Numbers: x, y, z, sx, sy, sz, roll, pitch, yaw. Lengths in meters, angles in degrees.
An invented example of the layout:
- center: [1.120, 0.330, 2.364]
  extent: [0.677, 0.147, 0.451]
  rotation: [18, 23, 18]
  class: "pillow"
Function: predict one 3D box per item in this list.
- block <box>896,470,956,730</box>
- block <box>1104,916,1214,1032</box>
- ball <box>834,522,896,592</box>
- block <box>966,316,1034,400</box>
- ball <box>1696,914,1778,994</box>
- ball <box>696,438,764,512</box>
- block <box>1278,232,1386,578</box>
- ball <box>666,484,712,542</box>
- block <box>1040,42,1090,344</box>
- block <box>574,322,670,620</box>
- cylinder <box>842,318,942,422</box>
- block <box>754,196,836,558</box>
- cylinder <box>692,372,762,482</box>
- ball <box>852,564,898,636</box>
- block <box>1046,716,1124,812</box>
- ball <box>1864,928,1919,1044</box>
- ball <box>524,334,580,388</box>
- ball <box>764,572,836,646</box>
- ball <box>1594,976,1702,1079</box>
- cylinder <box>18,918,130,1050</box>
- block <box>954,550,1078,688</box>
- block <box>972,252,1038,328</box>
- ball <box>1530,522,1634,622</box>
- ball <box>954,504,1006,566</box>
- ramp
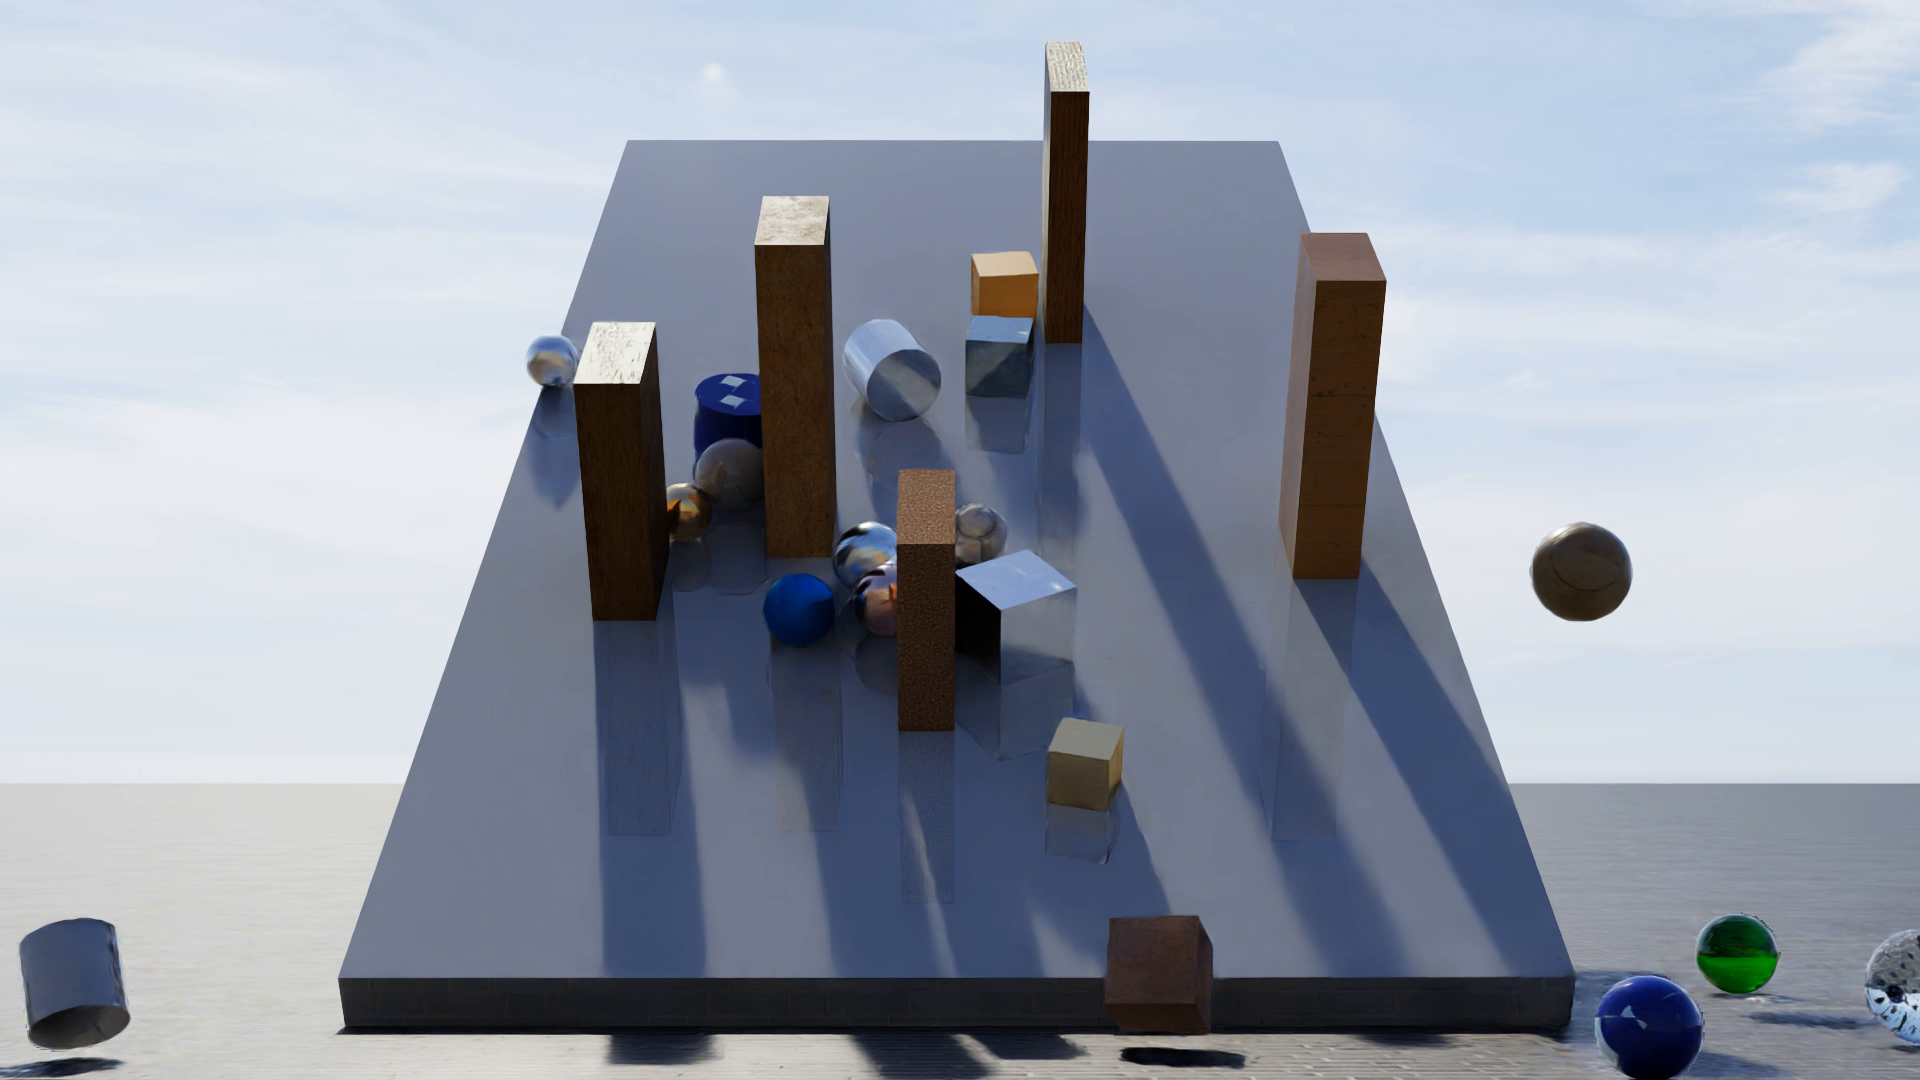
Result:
- center: [-0.063, 0.112, 4.534]
  extent: [0.106, 0.401, 0.294]
  rotation: [0, 29, 0]
  class: "block"
- center: [0.299, 0.651, 3.592]
  extent: [0.134, 0.134, 0.134]
  rotation: [-3, -30, 15]
  class: "block"
- center: [-0.180, 0.041, 4.906]
  extent: [0.156, 0.156, 0.156]
  rotation: [0, -6, 0]
  class: "ball"
- center: [0.095, -0.442, 5.800]
  extent: [0.147, 0.147, 0.147]
  rotation: [4, 29, 7]
  class: "block"
- center: [1.456, 0.776, 4.501]
  extent: [0.149, 0.149, 0.149]
  rotation: [0, -6, 0]
  class: "ball"
- center: [-0.490, -0.140, 5.187]
  extent: [0.163, 0.163, 0.163]
  rotation: [0, -6, 0]
  class: "ball"
- center: [0.764, -0.274, 4.959]
  extent: [0.137, 0.671, 0.254]
  rotation: [0, 29, 0]
  class: "block"
- center: [-0.591, -0.058, 5.124]
  extent: [0.126, 0.126, 0.126]
  rotation: [0, -6, 0]
  class: "ball"
- center: [0.262, -0.879, 6.063]
  extent: [0.093, 0.658, 0.394]
  rotation: [0, 29, 0]
  class: "block"
- center: [-0.679, -0.138, 4.849]
  extent: [0.127, 0.530, 0.288]
  rotation: [0, 29, 0]
  class: "block"
- center: [-0.162, -0.403, 5.688]
  extent: [0.186, 0.186, 0.186]
  rotation: [3, 26, -24]
  class: "cylinder"
- center: [-0.340, -0.338, 5.028]
  extent: [0.137, 0.708, 0.267]
  rotation: [0, 29, 0]
  class: "block"
- center: [-0.491, -0.235, 5.343]
  extent: [0.204, 0.204, 0.204]
  rotation: [5, 30, -3]
  class: "cylinder"
- center: [-0.143, 0.120, 4.784]
  extent: [0.145, 0.145, 0.145]
  rotation: [0, -6, 0]
  class: "ball"
- center: [0.225, 0.403, 4.307]
  extent: [0.113, 0.113, 0.113]
  rotation: [8, 30, 14]
  class: "block"
- center: [1.467, 0.679, 3.647]
  extent: [0.175, 0.175, 0.175]
  rotation: [0, -6, 0]
  class: "ball"
- center: [-0.984, -0.431, 5.790]
  extent: [0.132, 0.132, 0.132]
  rotation: [0, -6, 0]
  class: "ball"
- center: [-0.317, 0.137, 4.754]
  extent: [0.144, 0.144, 0.144]
  rotation: [0, -6, 0]
  class: "ball"
- center: [0.921, 0.654, 3.213]
  extent: [0.140, 0.140, 0.140]
  rotation: [0, -6, 0]
  class: "ball"
- center: [-1.280, 0.641, 3.468]
  extent: [0.138, 0.138, 0.138]
  rotation: [-15, -31, -10]
  class: "cylinder"
- center: [0.107, 0.152, 4.698]
  extent: [0.174, 0.174, 0.174]
  rotation: [-16, 33, -27]
  class: "block"
- center: [0.114, -0.638, 6.152]
  extent: [0.150, 0.150, 0.150]
  rotation: [-3, 29, -7]
  class: "block"
- center: [1.261, 0.066, 4.871]
  extent: [0.204, 0.204, 0.204]
  rotation: [0, -6, 0]
  class: "ball"
- center: [0.033, -0.011, 5.037]
  extent: [0.130, 0.130, 0.130]
  rotation: [0, -6, 0]
  class: "ball"
- center: [-0.012, -0.217, 5.648]
  extent: [2.000, 0.100, 4.000]
  rotation: [0, 29, 0]
  class: "ramp"
